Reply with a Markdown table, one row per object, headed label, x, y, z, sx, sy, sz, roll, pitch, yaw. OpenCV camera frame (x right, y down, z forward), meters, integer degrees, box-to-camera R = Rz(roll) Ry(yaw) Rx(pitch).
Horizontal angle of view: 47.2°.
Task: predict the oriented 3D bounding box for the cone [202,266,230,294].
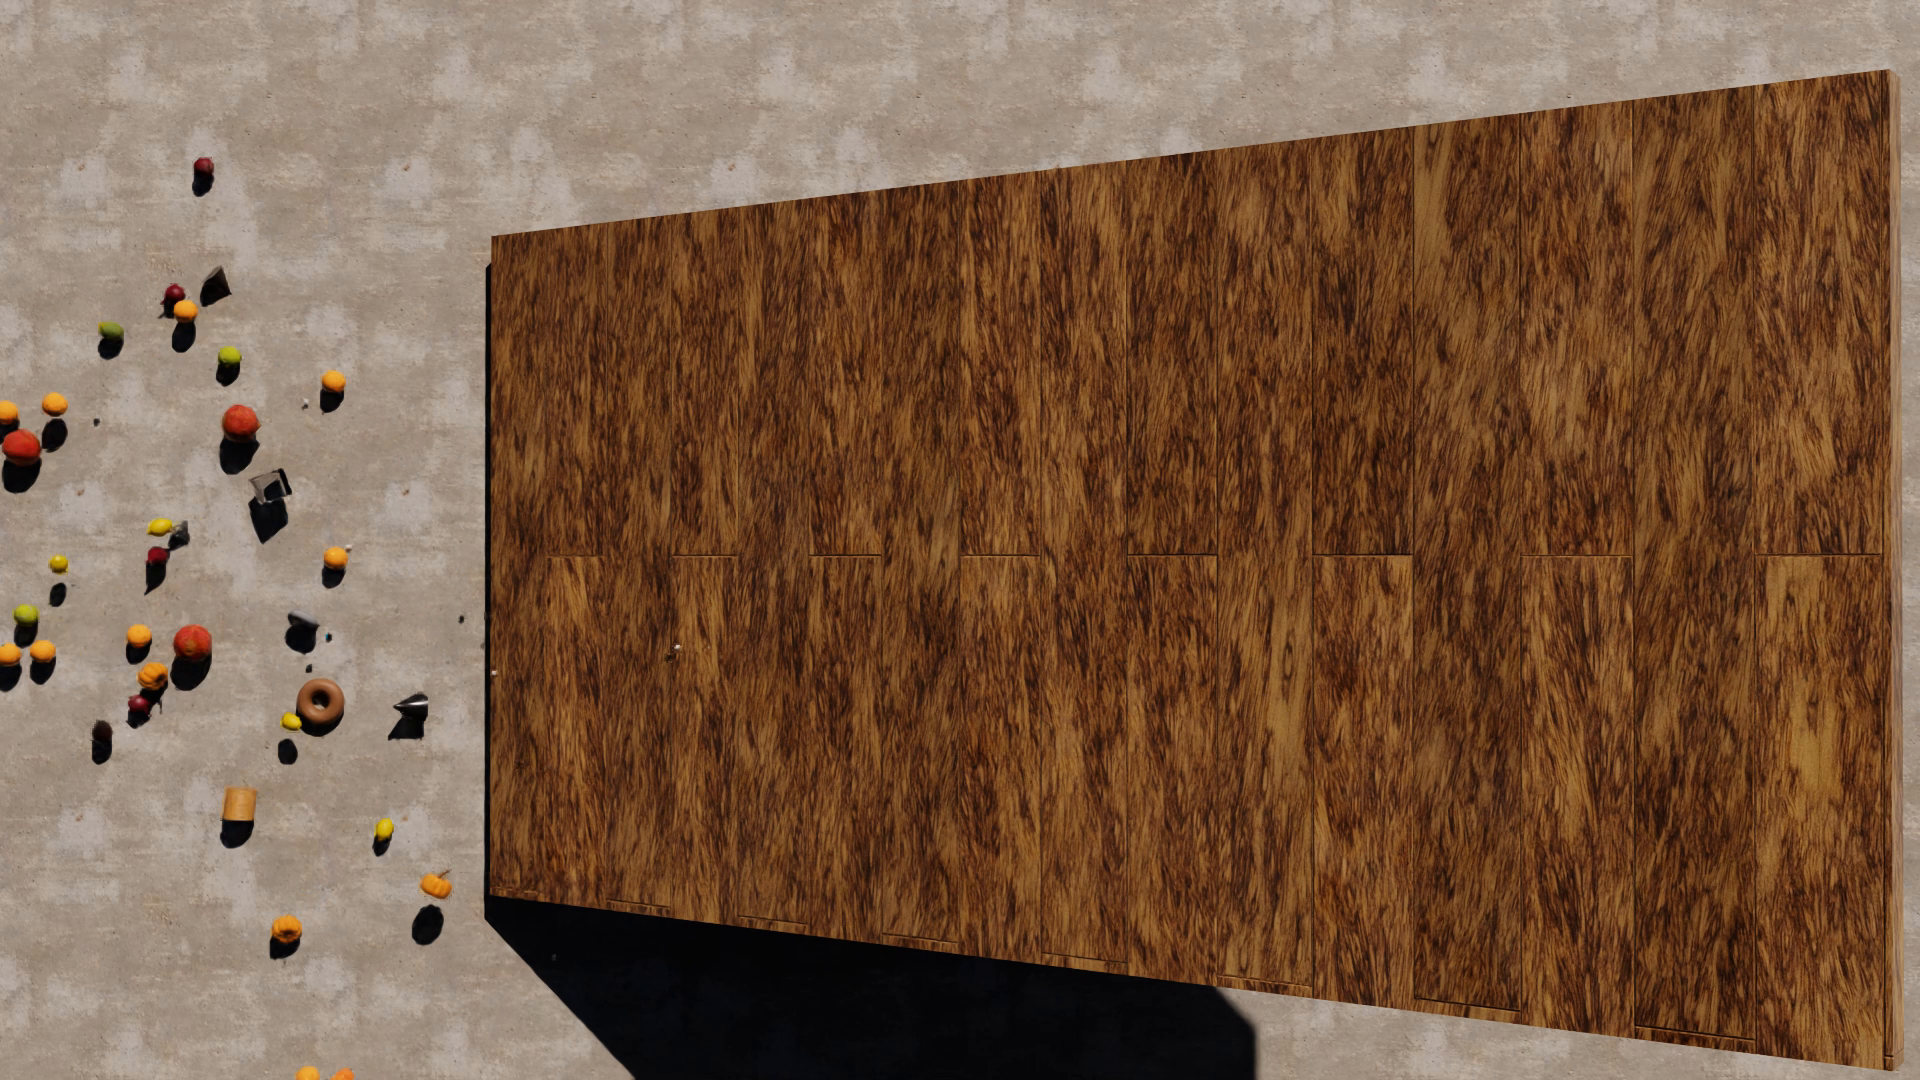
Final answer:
| label | x | y | z | sx | sy | sz | roll | pitch | yaw |
| --- | --- | --- | --- | --- | --- | --- | --- | --- | --- |
| cone | -2.265 | -0.785 | 6.744 | 0.082 | 0.082 | 0.082 | -39 | 116 | 0 |

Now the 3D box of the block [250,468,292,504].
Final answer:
| label | x | y | z | sx | sy | sz | roll | pitch | yaw |
| --- | --- | --- | --- | --- | --- | --- | --- | --- | --- |
| block | -2.093 | -0.162 | 6.684 | 0.082 | 0.082 | 0.082 | -22 | 95 | -33 |

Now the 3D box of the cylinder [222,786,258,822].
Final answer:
| label | x | y | z | sx | sy | sz | roll | pitch | yaw |
| --- | --- | --- | --- | --- | --- | --- | --- | --- | --- |
| cylinder | -2.194 | 0.804 | 6.702 | 0.092 | 0.092 | 0.092 | 7 | 91 | 0 |

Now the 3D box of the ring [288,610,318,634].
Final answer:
| label | x | y | z | sx | sy | sz | roll | pitch | yaw |
| --- | --- | --- | --- | --- | --- | --- | --- | --- | --- |
| ring | -2.001 | 0.248 | 6.700 | 0.100 | 0.100 | 0.033 | 24 | 59 | 0 |

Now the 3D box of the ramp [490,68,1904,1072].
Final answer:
| label | x | y | z | sx | sy | sz | roll | pitch | yaw |
| --- | --- | --- | --- | --- | --- | --- | --- | --- | --- |
| ramp | 0.245 | 0.068 | 5.571 | 4.000 | 0.100 | 2.000 | 0 | 89 | 35 |

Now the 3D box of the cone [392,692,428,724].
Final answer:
| label | x | y | z | sx | sy | sz | roll | pitch | yaw |
| --- | --- | --- | --- | --- | --- | --- | --- | --- | --- |
| cone | -1.684 | 0.508 | 6.683 | 0.098 | 0.098 | 0.098 | -8 | 78 | 43 |

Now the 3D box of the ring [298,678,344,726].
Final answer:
| label | x | y | z | sx | sy | sz | roll | pitch | yaw |
| --- | --- | --- | --- | --- | --- | --- | --- | --- | --- |
| ring | -1.955 | 0.495 | 6.728 | 0.146 | 0.049 | 0.146 | 0 | 90 | -1 |

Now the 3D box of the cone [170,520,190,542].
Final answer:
| label | x | y | z | sx | sy | sz | roll | pitch | yaw |
| --- | --- | --- | --- | --- | --- | --- | --- | --- | --- |
| cone | -2.378 | -0.015 | 6.742 | 0.063 | 0.063 | 0.063 | -26 | 118 | 0 |
